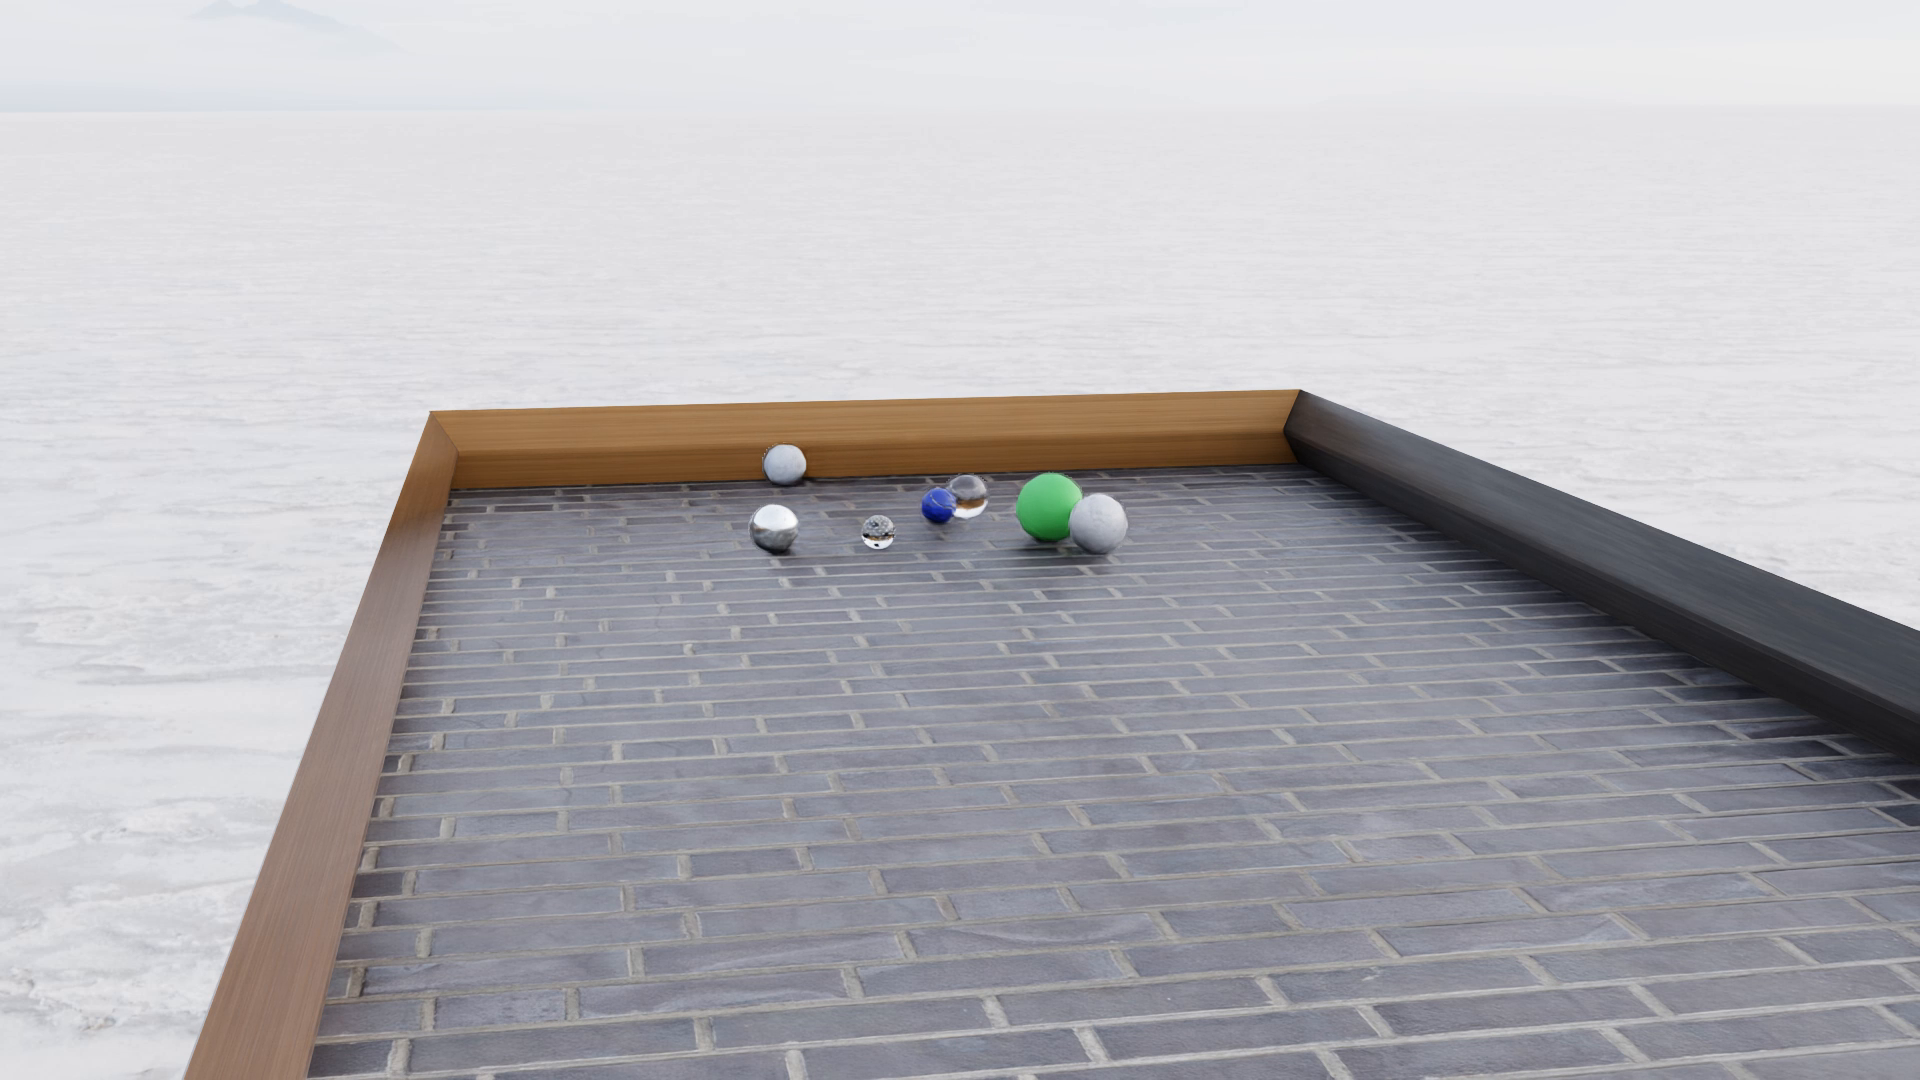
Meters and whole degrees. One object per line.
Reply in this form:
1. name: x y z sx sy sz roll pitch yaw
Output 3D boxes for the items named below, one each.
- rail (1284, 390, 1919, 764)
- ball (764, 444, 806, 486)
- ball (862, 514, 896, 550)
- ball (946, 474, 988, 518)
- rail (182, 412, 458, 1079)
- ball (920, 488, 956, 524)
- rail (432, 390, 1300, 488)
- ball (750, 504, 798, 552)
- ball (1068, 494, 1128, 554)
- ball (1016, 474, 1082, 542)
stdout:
1. rail: 0.838 0.089 2.417 0.045 0.128 2.953 -2 12 -10
2. ball: -0.288 -0.124 3.622 0.069 0.069 0.069 0 11 0
3. ball: -0.115 -0.011 3.115 0.049 0.049 0.049 0 11 0
4. ball: 0.010 -0.066 3.343 0.066 0.066 0.066 0 11 0
5. rail: -0.571 0.140 2.163 0.045 0.128 2.953 -2 12 -10
6. ball: -0.032 -0.052 3.302 0.054 0.054 0.054 0 11 0
7. rail: -0.129 -0.169 3.690 1.480 0.128 0.045 -2 12 -10
8. ball: -0.261 -0.016 3.092 0.068 0.068 0.068 0 11 0
9. ball: 0.194 -0.023 3.088 0.083 0.083 0.083 0 11 0
10. ball: 0.130 -0.046 3.164 0.098 0.098 0.098 0 11 0
